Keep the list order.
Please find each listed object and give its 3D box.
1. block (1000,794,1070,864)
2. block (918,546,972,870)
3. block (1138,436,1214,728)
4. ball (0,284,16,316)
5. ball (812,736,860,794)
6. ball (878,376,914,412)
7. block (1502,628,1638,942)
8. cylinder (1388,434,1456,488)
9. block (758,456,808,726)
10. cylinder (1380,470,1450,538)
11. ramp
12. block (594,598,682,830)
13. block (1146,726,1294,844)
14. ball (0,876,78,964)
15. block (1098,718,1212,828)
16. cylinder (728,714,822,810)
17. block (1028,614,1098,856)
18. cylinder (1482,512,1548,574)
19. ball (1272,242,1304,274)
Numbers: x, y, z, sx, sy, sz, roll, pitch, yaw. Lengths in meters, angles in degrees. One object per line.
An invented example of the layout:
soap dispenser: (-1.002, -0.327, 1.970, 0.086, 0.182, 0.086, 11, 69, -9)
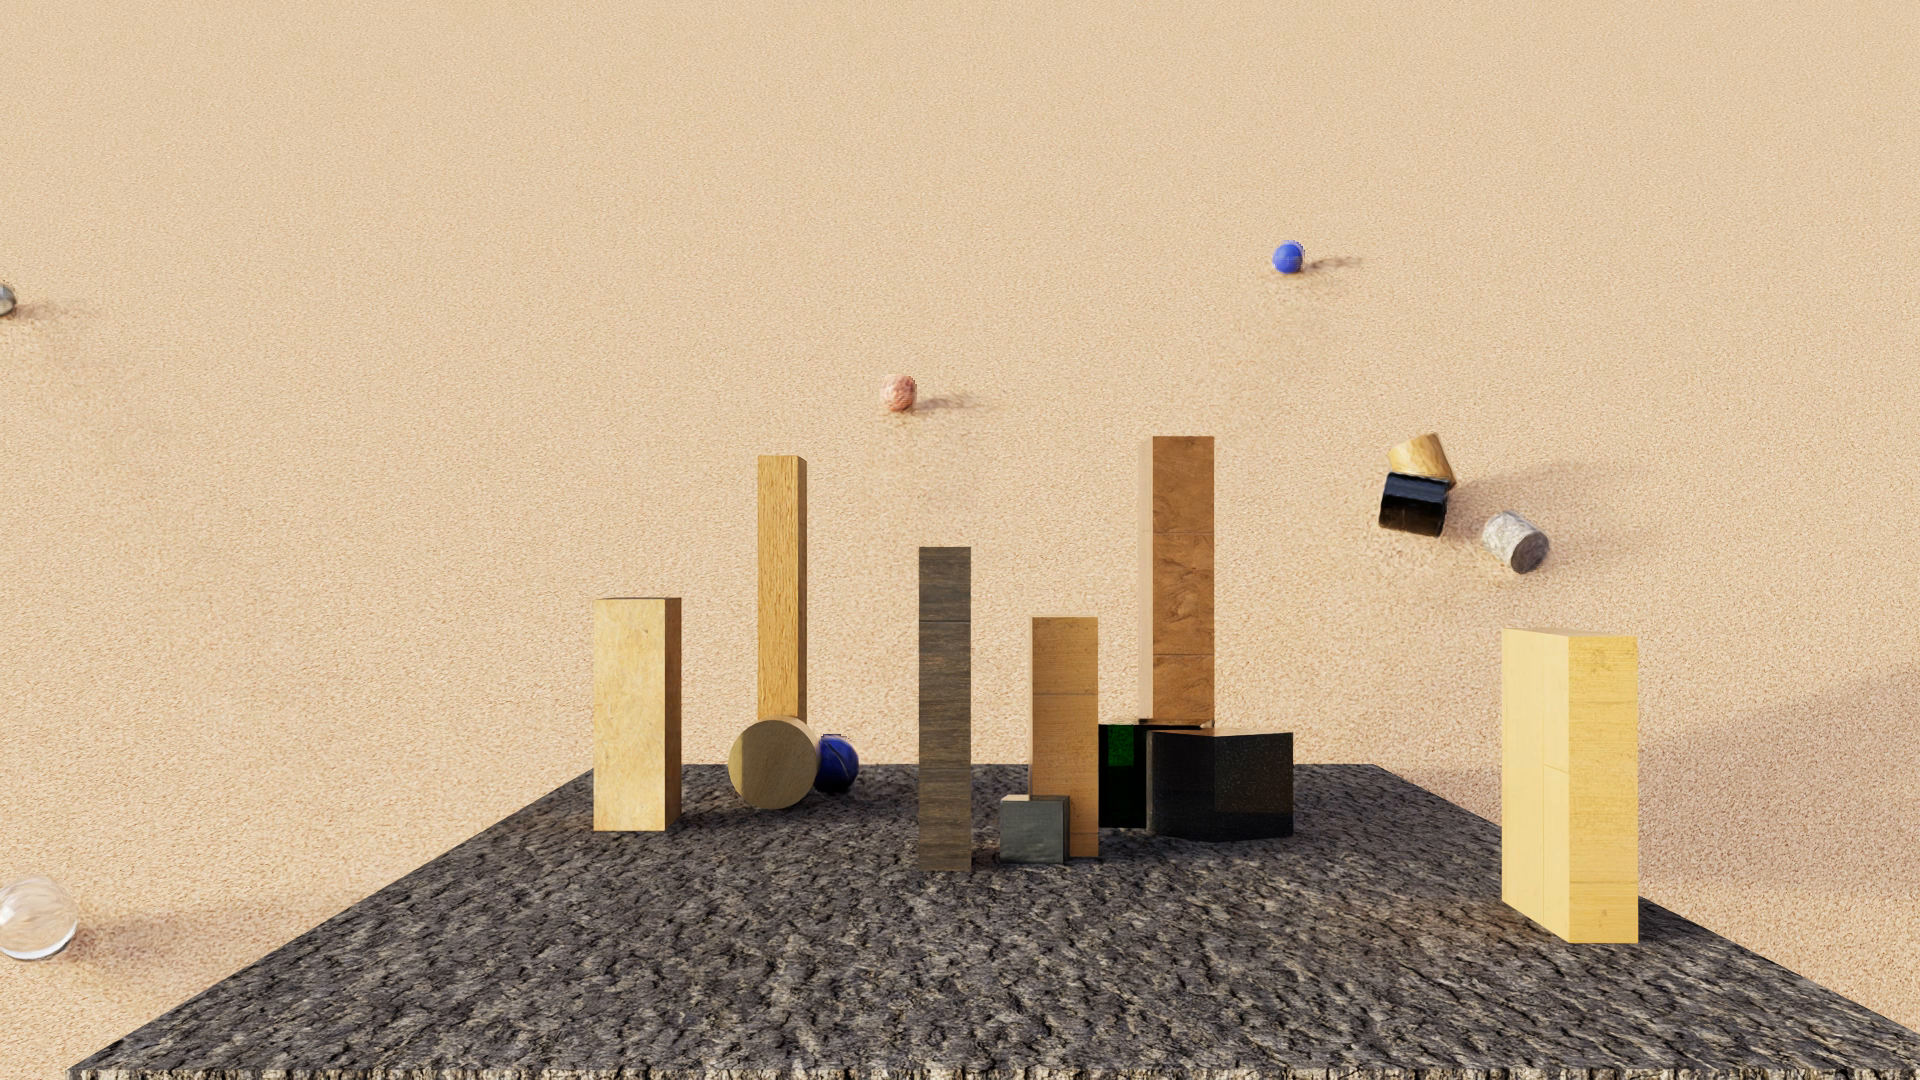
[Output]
block: (0.132, 0.508, 4.552, 0.110, 0.110, 0.110, 0, 0, 9)
block: (-0.026, 0.288, 4.550, 0.089, 0.551, 0.283, 0, 0, 0)
block: (0.457, 0.179, 5.512, 0.126, 0.781, 0.431, 0, 0, 0)
ball: (-3.379, -0.845, 9.101, 0.116, 0.116, 0.116, 0, 31, 0)
ball: (-0.291, 0.508, 5.848, 0.128, 0.128, 0.128, 0, 31, 0)
ball: (-0.207, -0.480, 8.493, 0.119, 0.119, 0.119, 0, 31, 0)
block: (0.888, 0.346, 3.797, 0.095, 0.423, 0.441, 0, 0, 0)
cylinder: (1.418, -0.218, 7.953, 0.162, 0.162, 0.162, -15, 76, -23)
block: (-0.399, 0.194, 5.836, 0.088, 0.757, 0.347, 0, 0, 0)
cylinder: (1.368, -0.108, 7.791, 0.178, 0.178, 0.178, 11, 33, 15)
ramp: (0.069, 0.614, 4.690, 2.000, 0.100, 4.000, 0, 0, 0)
block: (-0.646, 0.343, 5.215, 0.138, 0.451, 0.310, 0, 0, 0)
block: (0.498, 0.467, 4.967, 0.199, 0.199, 0.199, 0, 0, -36)
ball: (-2.195, 0.899, 6.128, 0.203, 0.203, 0.203, 0, 31, 0)
block: (0.392, 0.466, 5.191, 0.204, 0.204, 0.204, 0, 0, 12)
cylinder: (-0.396, 0.475, 5.565, 0.189, 0.189, 0.189, 0, 0, 0)
block: (0.187, 0.352, 4.746, 0.117, 0.426, 0.271, 0, 0, 0)
cylinder: (1.643, 0.007, 7.668, 0.138, 0.138, 0.138, -16, 35, -24)
ball: (1.188, -1.022, 9.398, 0.113, 0.113, 0.113, 0, 31, 0)
